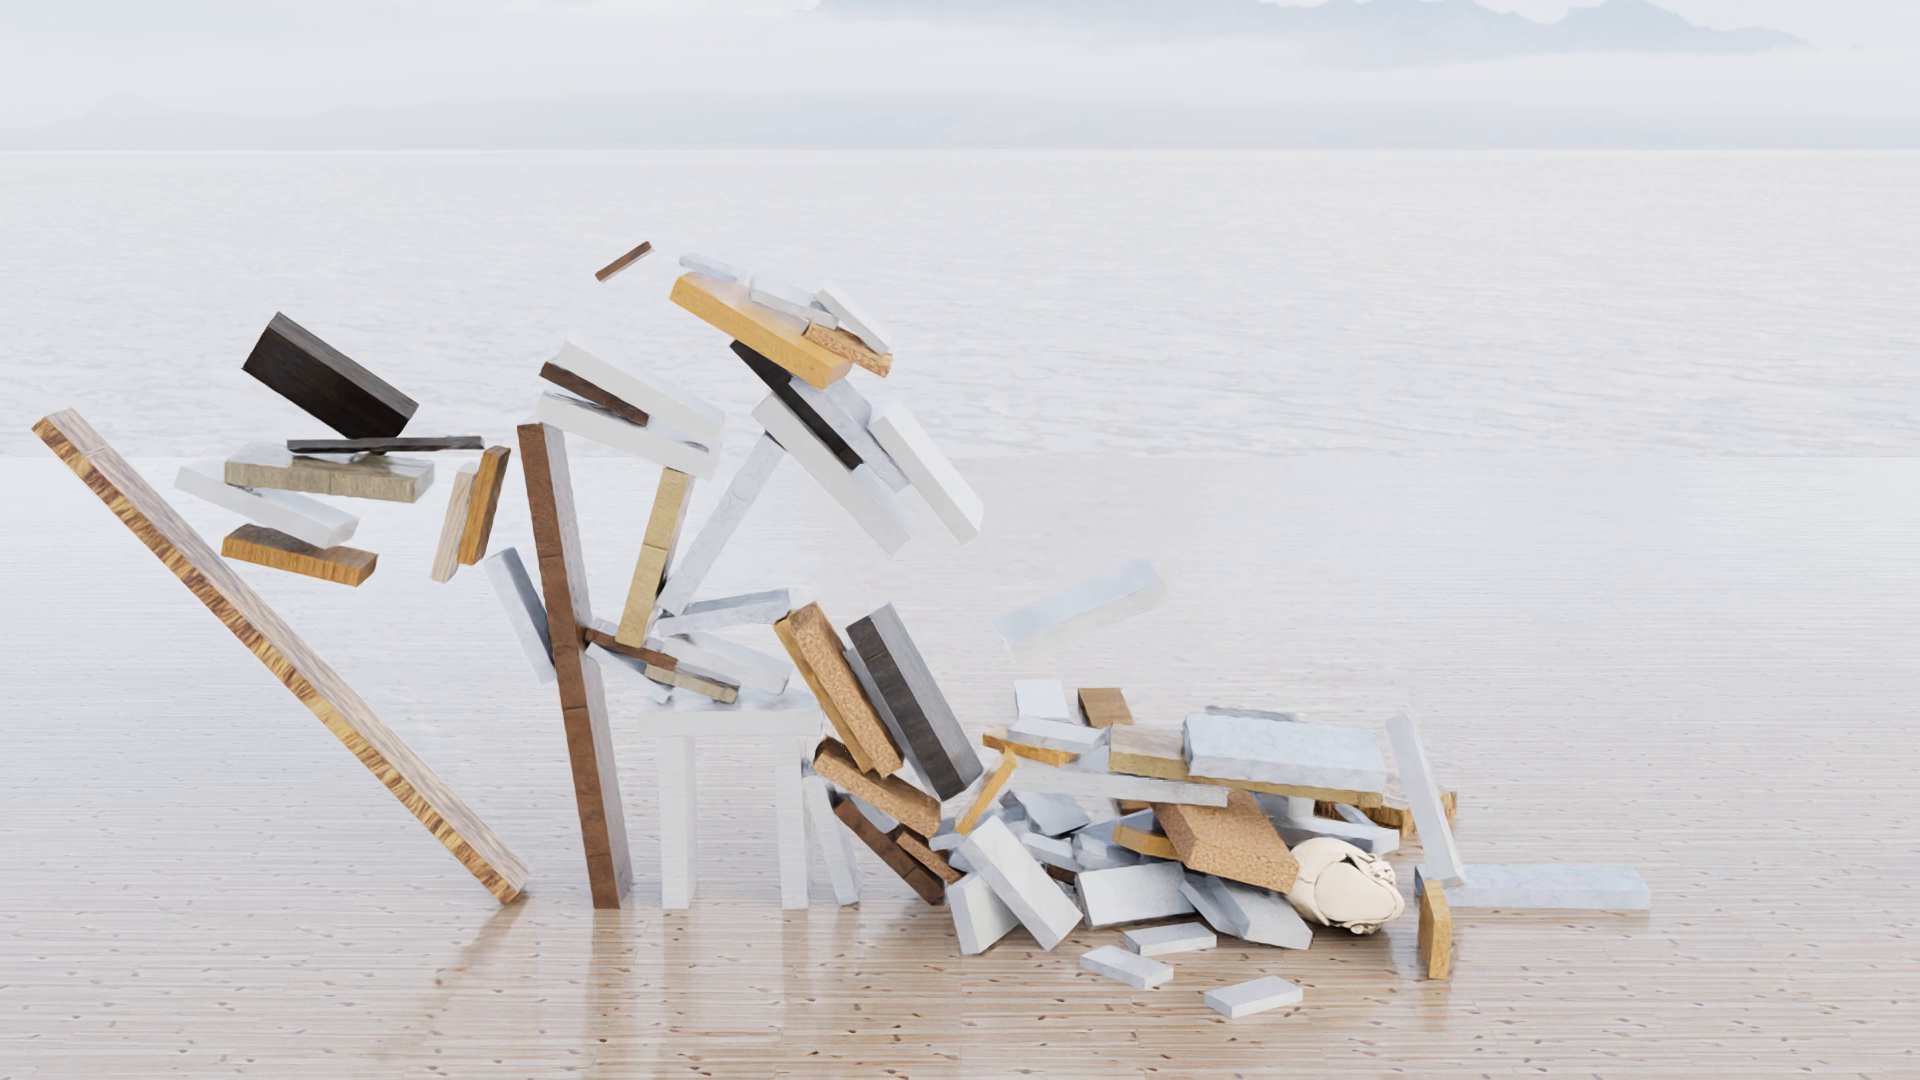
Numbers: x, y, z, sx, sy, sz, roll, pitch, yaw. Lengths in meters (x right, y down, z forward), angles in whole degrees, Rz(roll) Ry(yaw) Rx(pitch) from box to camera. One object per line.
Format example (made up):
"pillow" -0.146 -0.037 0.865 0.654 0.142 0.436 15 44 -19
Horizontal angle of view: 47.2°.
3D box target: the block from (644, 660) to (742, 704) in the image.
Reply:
"block" -0.437 0.227 3.606 0.152 0.022 0.076 18 10 -3

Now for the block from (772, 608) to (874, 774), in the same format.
"block" -0.216 0.245 3.611 0.029 0.282 0.103 -31 6 5

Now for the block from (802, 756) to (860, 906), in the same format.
"block" -0.212 0.479 3.645 0.032 0.226 0.113 -15 10 2

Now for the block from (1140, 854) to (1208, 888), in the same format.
"block" 0.392 0.555 3.647 0.180 0.026 0.090 16 9 -4

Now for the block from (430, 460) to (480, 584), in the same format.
"block" -0.816 -0.030 3.570 0.026 0.185 0.093 16 11 -4

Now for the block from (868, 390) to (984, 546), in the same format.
"block" -0.052 -0.115 3.511 0.035 0.245 0.122 -34 15 17

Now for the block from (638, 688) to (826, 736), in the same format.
"block" -0.371 0.282 3.610 0.292 0.041 0.146 0 11 0

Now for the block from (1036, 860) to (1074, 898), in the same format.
"block" 0.119 0.548 3.666 0.145 0.021 0.072 23 9 -4

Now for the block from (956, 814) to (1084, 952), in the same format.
"block" 0.096 0.538 3.461 0.030 0.214 0.107 -45 -7 25

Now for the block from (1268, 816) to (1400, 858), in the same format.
"block" 0.631 0.508 3.785 0.219 0.031 0.109 4 5 35

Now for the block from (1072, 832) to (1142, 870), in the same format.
"block" 0.275 0.544 3.646 0.180 0.025 0.090 24 8 -7

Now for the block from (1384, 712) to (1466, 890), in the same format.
"block" 0.759 0.428 3.590 0.039 0.273 0.136 -19 -20 14

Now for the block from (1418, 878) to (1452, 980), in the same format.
"block" 0.729 0.596 3.379 0.026 0.092 0.184 4 11 6

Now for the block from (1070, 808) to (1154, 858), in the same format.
"block" 0.318 0.526 3.923 0.230 0.033 0.115 -10 14 -42

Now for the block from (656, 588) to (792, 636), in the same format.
"block" -0.386 0.119 3.605 0.206 0.029 0.103 -9 9 3

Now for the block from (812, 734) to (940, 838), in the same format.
"block" -0.136 0.406 3.625 0.226 0.032 0.113 32 9 -6

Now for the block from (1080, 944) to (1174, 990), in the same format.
"block" 0.251 0.645 3.322 0.065 0.018 0.130 -10 14 -43

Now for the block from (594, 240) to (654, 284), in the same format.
"block" -0.521 -0.432 3.416 0.097 0.014 0.049 -33 4 -1

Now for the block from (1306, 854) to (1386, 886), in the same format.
"block" 0.644 0.551 3.667 0.117 0.017 0.059 10 8 -12

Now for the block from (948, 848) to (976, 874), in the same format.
"block" 0.060 0.548 3.661 0.165 0.023 0.082 23 10 -4

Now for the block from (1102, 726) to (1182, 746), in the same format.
"block" 0.363 0.410 4.164 0.211 0.105 0.030 5 -16 -37

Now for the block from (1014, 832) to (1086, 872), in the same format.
"block" 0.138 0.514 3.656 0.145 0.021 0.072 18 10 -2

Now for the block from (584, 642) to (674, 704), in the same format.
"block" -0.539 0.210 3.602 0.152 0.022 0.076 34 9 -6

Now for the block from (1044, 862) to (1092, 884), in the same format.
"block" 0.213 0.558 3.667 0.145 0.021 0.072 17 10 -3

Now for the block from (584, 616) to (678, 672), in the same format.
"block" -0.533 0.170 3.597 0.152 0.022 0.076 20 10 -4

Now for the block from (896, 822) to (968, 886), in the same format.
"block" -0.035 0.530 3.657 0.165 0.023 0.082 38 8 -7

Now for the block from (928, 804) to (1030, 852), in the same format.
"block" 0.031 0.477 3.648 0.165 0.023 0.082 -11 11 3

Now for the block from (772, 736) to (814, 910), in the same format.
"block" -0.275 0.446 3.641 0.041 0.292 0.146 -2 11 0

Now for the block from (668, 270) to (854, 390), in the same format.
"block" -0.306 -0.336 3.451 0.280 0.040 0.140 31 20 5

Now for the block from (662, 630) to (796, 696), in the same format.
"block" -0.379 0.195 3.613 0.206 0.029 0.103 20 11 0

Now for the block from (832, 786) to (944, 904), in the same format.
"block" -0.117 0.500 3.652 0.032 0.226 0.113 -44 8 7

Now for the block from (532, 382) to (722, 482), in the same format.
"block" -0.530 -0.175 3.535 0.295 0.042 0.148 20 10 -8

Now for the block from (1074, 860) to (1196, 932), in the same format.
"block" 0.281 0.572 3.537 0.180 0.090 0.026 -4 -31 -20

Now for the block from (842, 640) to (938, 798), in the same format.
"block" -0.097 0.281 3.659 0.040 0.282 0.141 -30 7 9

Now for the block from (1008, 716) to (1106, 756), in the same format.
"block" 0.159 0.324 3.635 0.146 0.021 0.073 8 17 21

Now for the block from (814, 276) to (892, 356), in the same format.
"block" -0.168 -0.353 3.476 0.142 0.020 0.071 41 17 -13

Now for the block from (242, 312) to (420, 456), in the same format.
"block" -1.014 -0.246 3.542 0.131 0.261 0.037 -41 20 44

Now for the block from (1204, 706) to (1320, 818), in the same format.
"block" 0.534 0.396 3.958 0.050 0.178 0.356 5 -3 -19

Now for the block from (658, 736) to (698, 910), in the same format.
"block" -0.466 0.446 3.641 0.041 0.292 0.146 0 11 0

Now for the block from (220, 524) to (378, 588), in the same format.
"block" -1.069 0.024 3.565 0.221 0.031 0.110 13 12 -2

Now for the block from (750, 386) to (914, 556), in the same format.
"block" -0.203 -0.121 3.562 0.045 0.319 0.160 -43 10 10
